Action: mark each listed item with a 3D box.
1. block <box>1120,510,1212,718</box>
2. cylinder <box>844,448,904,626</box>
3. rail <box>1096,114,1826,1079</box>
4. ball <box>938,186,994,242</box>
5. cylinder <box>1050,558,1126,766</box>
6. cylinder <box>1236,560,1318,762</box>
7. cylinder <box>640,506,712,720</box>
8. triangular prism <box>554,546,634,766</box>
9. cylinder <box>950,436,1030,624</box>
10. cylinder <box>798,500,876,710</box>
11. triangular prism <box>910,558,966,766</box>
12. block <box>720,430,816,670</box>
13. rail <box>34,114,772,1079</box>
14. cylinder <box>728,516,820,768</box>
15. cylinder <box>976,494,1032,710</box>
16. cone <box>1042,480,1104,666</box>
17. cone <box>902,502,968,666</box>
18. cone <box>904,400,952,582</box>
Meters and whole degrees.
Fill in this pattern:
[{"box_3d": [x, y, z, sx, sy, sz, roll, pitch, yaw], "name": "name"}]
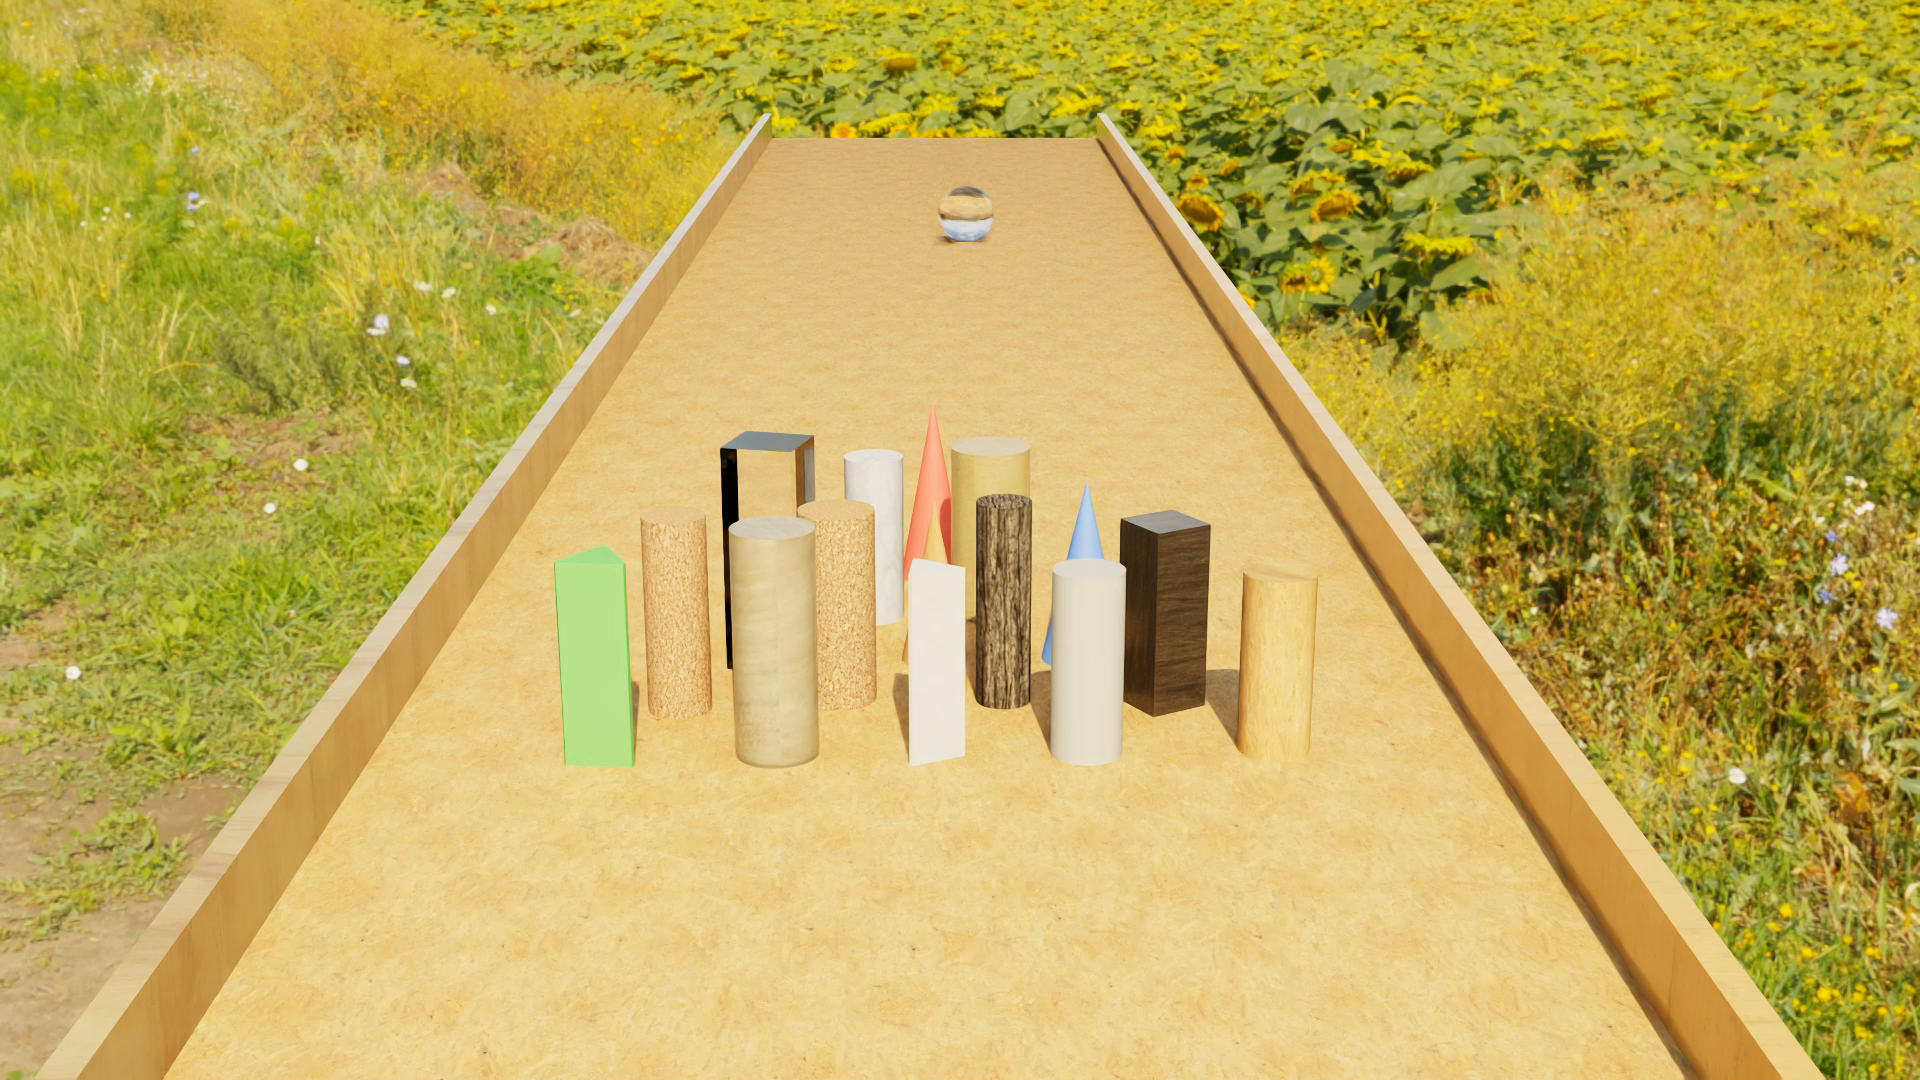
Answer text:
[{"box_3d": [0.382, 0.137, 4.139, 0.120, 0.358, 0.120, -10, 19, -30], "name": "block"}, {"box_3d": [-0.180, -0.007, 4.633, 0.123, 0.351, 0.123, 0, 17, 0], "name": "cylinder"}, {"box_3d": [0.932, -0.844, 7.801, 0.050, 0.150, 12.000, 0, 17, -1], "name": "rail"}, {"box_3d": [0.028, -1.415, 9.550, 0.247, 0.247, 0.247, 0, 17, 0], "name": "ball"}, {"box_3d": [0.226, 0.216, 3.898, 0.130, 0.344, 0.130, 0, 17, 0], "name": "cylinder"}, {"box_3d": [0.564, 0.216, 3.918, 0.131, 0.333, 0.131, 0, 17, 0], "name": "cylinder"}, {"box_3d": [-0.529, 0.136, 4.105, 0.120, 0.379, 0.120, 0, 17, 0], "name": "cylinder"}, {"box_3d": [-0.633, 0.204, 3.882, 0.124, 0.375, 0.107, 1, 17, 4], "name": "triangular prism"}, {"box_3d": [0.064, -0.021, 4.658, 0.167, 0.365, 0.167, 0, 17, 0], "name": "cylinder"}, {"box_3d": [-0.231, 0.122, 4.159, 0.144, 0.374, 0.144, 0, 17, 0], "name": "cylinder"}, {"box_3d": [-0.060, 0.212, 3.899, 0.108, 0.350, 0.093, -8, 18, -26], "name": "triangular prism"}, {"box_3d": [-0.375, 0.025, 4.350, 0.143, 0.452, 0.143, 4, 17, 14], "name": "block"}, {"box_3d": [-1.118, -0.838, 7.780, 0.050, 0.150, 12.000, 0, 17, -1], "name": "rail"}, {"box_3d": [-0.327, 0.180, 3.884, 0.150, 0.420, 0.150, 0, 17, 0], "name": "cylinder"}, {"box_3d": [0.082, 0.116, 4.144, 0.104, 0.394, 0.104, 0, 17, 0], "name": "cylinder"}, {"box_3d": [0.250, 0.059, 4.377, 0.172, 0.371, 0.172, 0, 17, 0], "name": "cone"}, {"box_3d": [-0.050, 0.080, 4.380, 0.134, 0.330, 0.134, 0, 17, 0], "name": "cone"}, {"box_3d": [-0.059, -0.115, 4.900, 0.148, 0.407, 0.148, 0, 17, 0], "name": "cone"}]
